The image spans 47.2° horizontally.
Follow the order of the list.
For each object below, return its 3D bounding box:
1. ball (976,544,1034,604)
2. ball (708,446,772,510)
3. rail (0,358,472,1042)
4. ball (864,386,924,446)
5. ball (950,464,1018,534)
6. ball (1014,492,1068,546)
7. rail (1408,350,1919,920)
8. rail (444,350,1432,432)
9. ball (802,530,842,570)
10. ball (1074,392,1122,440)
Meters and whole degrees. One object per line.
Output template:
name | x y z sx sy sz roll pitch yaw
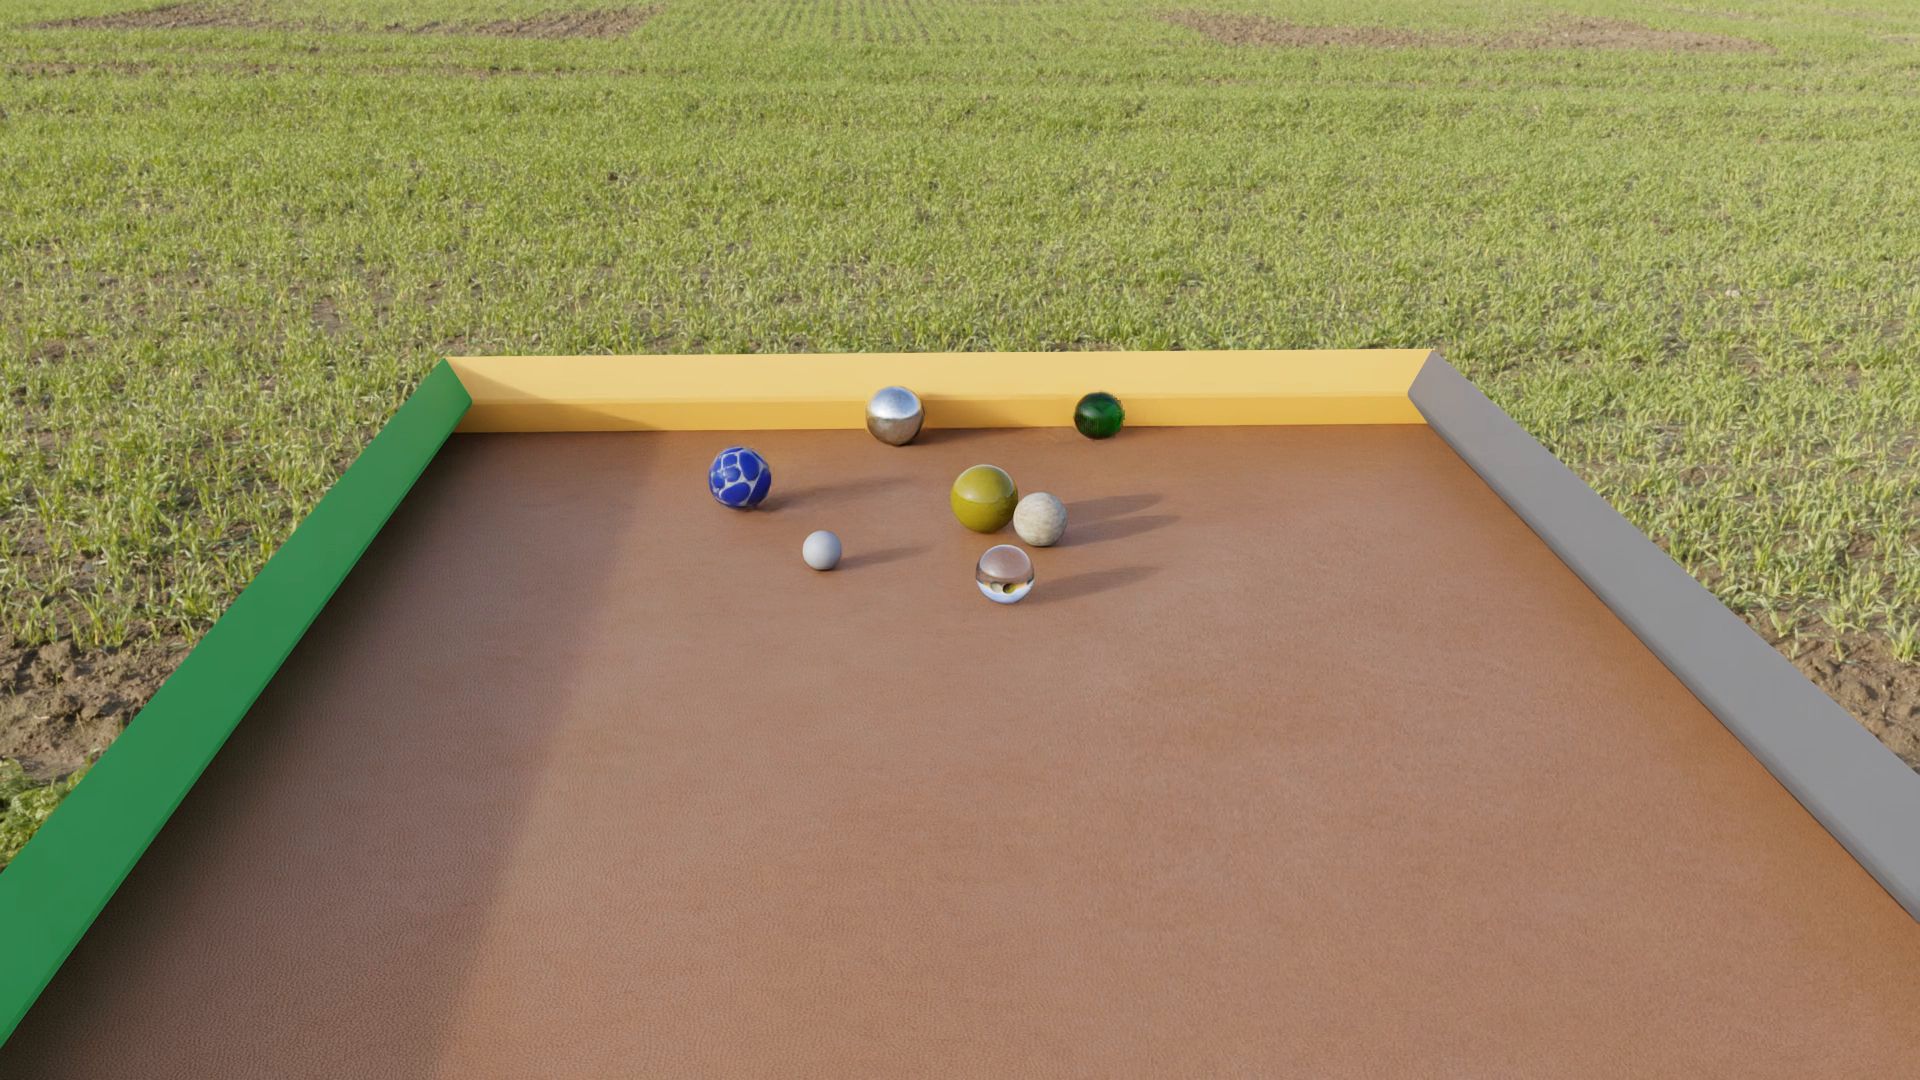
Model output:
ball | 0.050 0.038 2.441 0.066 0.066 0.066 0 17 0
ball | -0.280 -0.078 2.792 0.080 0.080 0.080 0 17 0
rail | -0.665 0.186 1.886 0.045 0.110 2.673 -1 17 -2
ball | -0.092 -0.176 3.099 0.085 0.085 0.085 0 17 0
ball | 0.030 -0.051 2.695 0.085 0.085 0.085 0 17 0
ball | 0.097 -0.025 2.645 0.065 0.065 0.065 0 17 0
rail | 0.716 0.171 1.936 0.045 0.110 2.673 -1 17 -2
rail | -0.024 -0.210 3.164 1.429 0.110 0.045 -1 17 -2
ball | -0.160 0.012 2.558 0.046 0.046 0.046 0 17 0
ball | 0.196 -0.177 3.128 0.069 0.069 0.069 0 17 0
